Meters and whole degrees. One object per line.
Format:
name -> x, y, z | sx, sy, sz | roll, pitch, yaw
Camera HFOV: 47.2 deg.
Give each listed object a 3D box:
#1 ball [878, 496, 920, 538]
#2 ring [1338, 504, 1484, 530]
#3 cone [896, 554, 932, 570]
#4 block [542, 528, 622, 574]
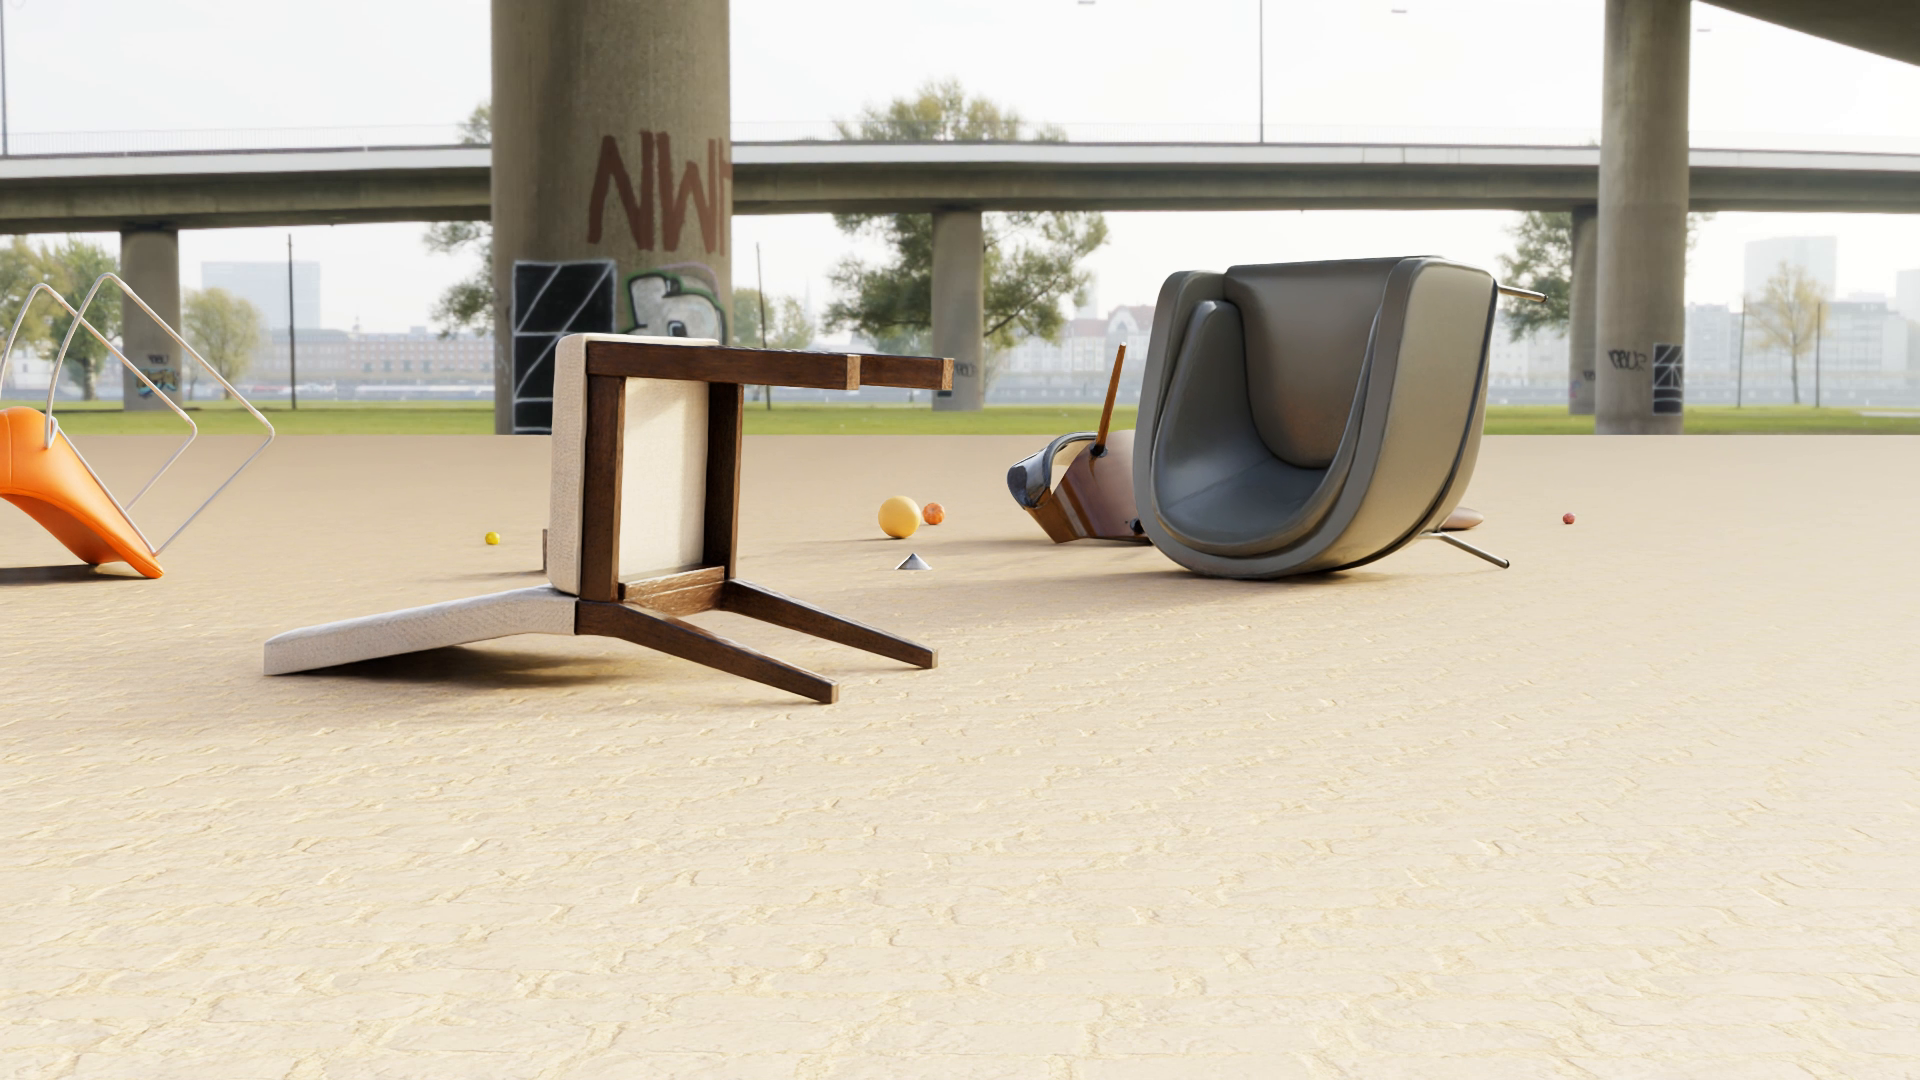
ball -> -0.182, -0.069, 6.608 | 0.129, 0.129, 0.129 | 0, 4, 0
ring -> 1.459, -0.072, 7.129 | 0.466, 0.066, 0.436 | 1, 4, 14
cone -> -0.116, 0.052, 5.505 | 0.096, 0.040, 0.082 | 0, 4, 7
block -> -0.932, 0.026, 5.427 | 0.168, 0.101, 0.166 | -1, 4, -20
